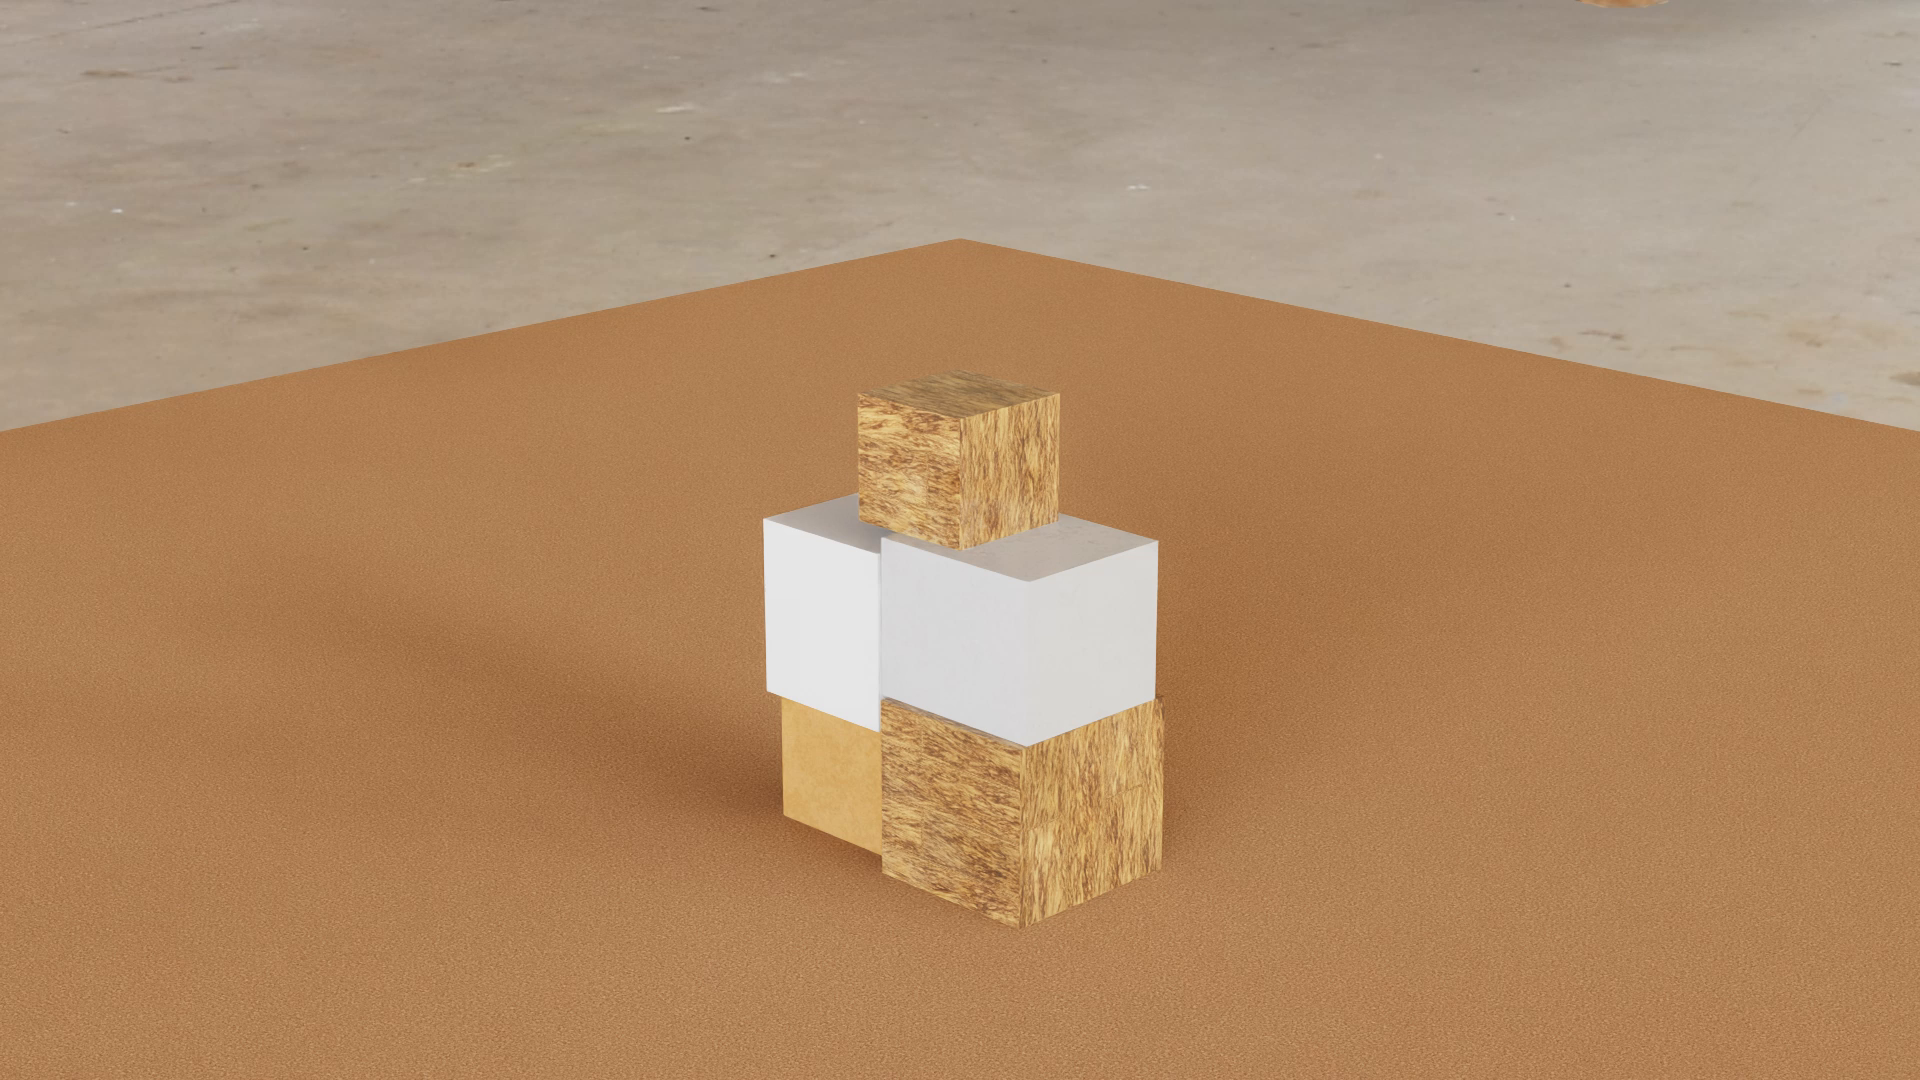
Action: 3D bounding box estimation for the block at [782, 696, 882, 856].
[{"bbox_3d":[-0.315,1.021,13.986,0.692,0.665,0.820,-17,24,-42],"label":"block"}]

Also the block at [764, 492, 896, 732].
[{"bbox_3d":[-0.328,0.294,13.769,0.885,0.851,0.766,-17,24,-42],"label":"block"}]

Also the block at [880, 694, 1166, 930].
[{"bbox_3d":[0.286,1.118,13.377,0.947,0.846,0.872,-17,24,-42],"label":"block"}]

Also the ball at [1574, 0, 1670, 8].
[{"bbox_3d":[3.645,-3.711,15.996,1.600,1.600,1.600,0,17,0],"label":"ball"}]

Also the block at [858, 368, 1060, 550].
[{"bbox_3d":[-0.006,-0.373,13.219,0.634,0.597,0.645,-17,24,-42],"label":"block"}]

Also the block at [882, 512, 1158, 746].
[{"bbox_3d":[0.265,0.352,13.155,0.836,0.748,0.906,-17,24,-42],"label":"block"}]
